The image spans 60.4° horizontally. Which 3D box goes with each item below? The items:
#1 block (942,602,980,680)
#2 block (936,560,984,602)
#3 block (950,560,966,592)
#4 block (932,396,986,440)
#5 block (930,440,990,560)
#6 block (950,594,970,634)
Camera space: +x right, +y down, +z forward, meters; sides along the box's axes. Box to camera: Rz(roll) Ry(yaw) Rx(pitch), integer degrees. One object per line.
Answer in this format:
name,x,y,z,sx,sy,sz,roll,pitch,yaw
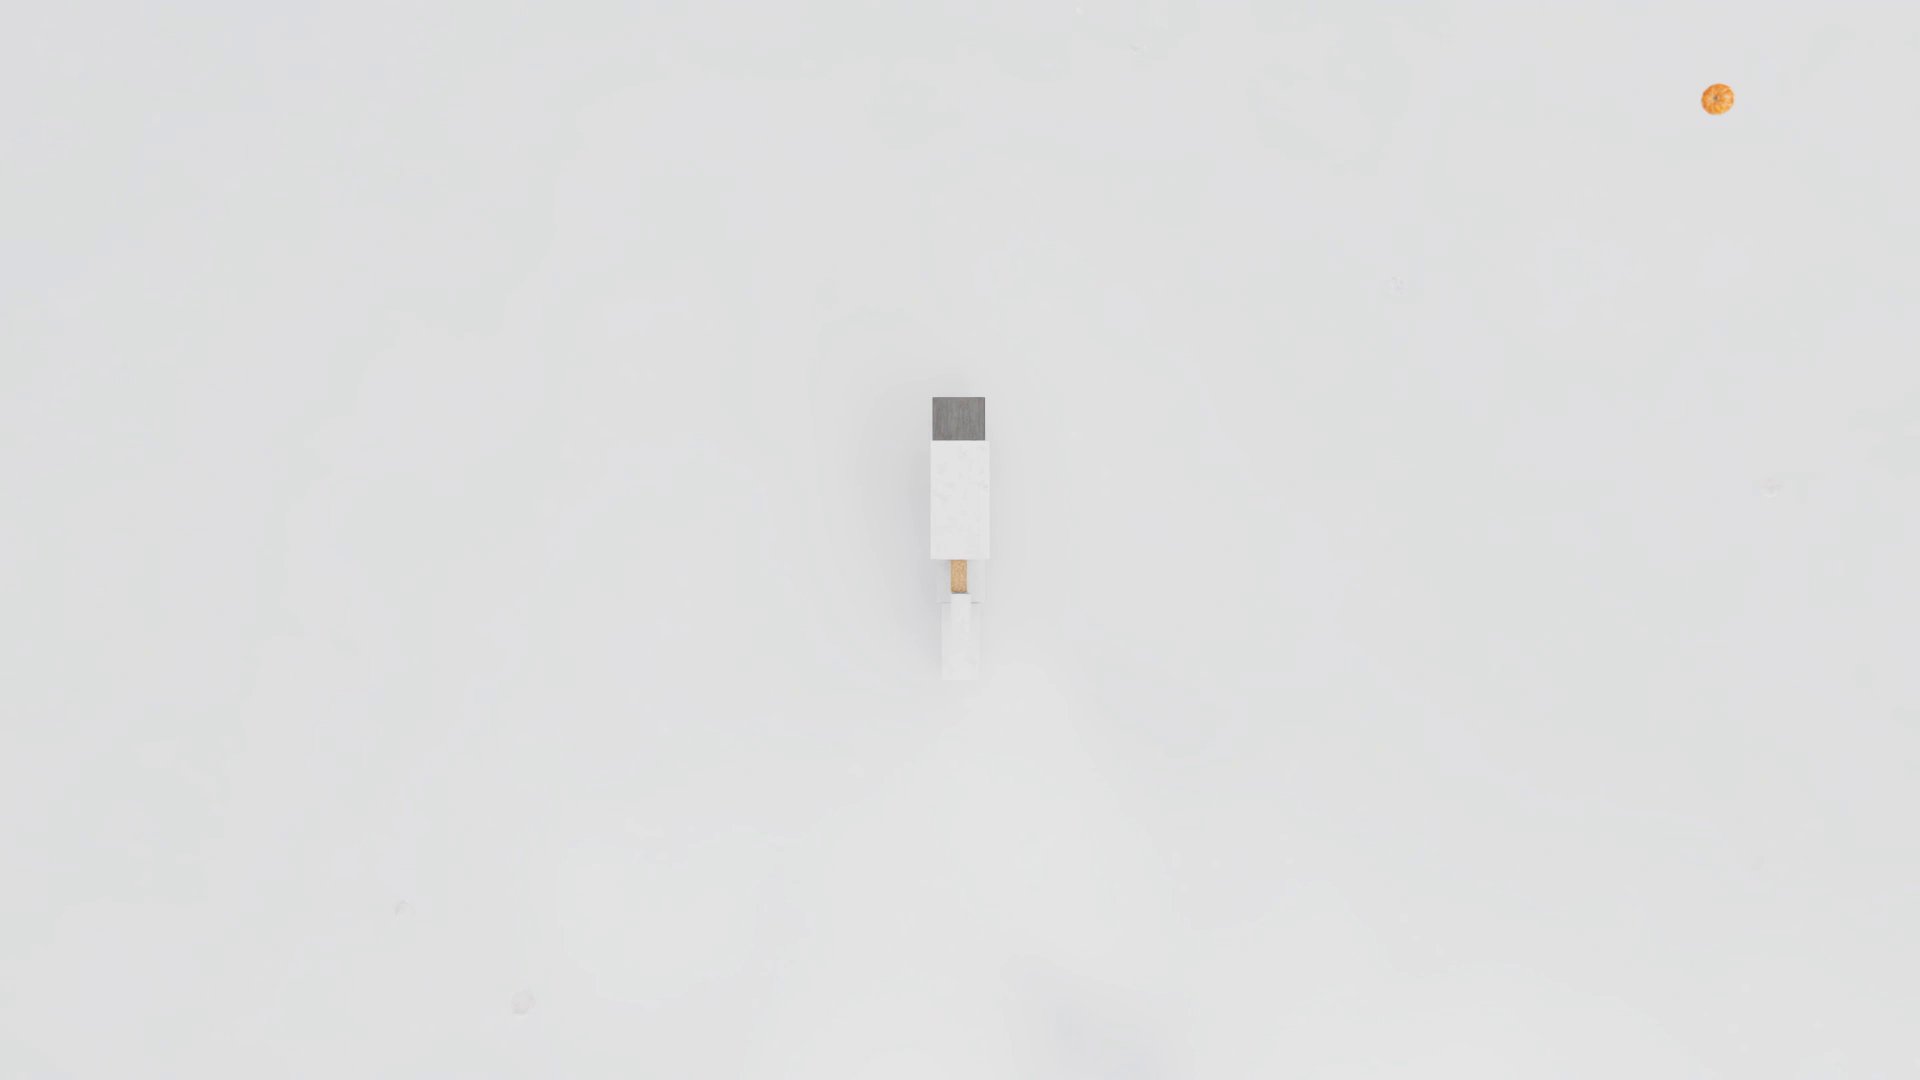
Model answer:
block,0.003,0.322,5.238,0.122,0.035,0.245,0,90,0
block,0.002,0.043,5.175,0.152,0.043,0.303,0,90,0
block,-0.004,0.109,5.048,0.049,0.014,0.099,0,90,0
block,-0.004,-0.279,5.146,0.165,0.047,0.330,0,90,0
block,0.000,-0.115,4.759,0.170,0.048,0.340,0,90,0
block,0.002,0.225,5.024,0.061,0.017,0.122,0,90,0
